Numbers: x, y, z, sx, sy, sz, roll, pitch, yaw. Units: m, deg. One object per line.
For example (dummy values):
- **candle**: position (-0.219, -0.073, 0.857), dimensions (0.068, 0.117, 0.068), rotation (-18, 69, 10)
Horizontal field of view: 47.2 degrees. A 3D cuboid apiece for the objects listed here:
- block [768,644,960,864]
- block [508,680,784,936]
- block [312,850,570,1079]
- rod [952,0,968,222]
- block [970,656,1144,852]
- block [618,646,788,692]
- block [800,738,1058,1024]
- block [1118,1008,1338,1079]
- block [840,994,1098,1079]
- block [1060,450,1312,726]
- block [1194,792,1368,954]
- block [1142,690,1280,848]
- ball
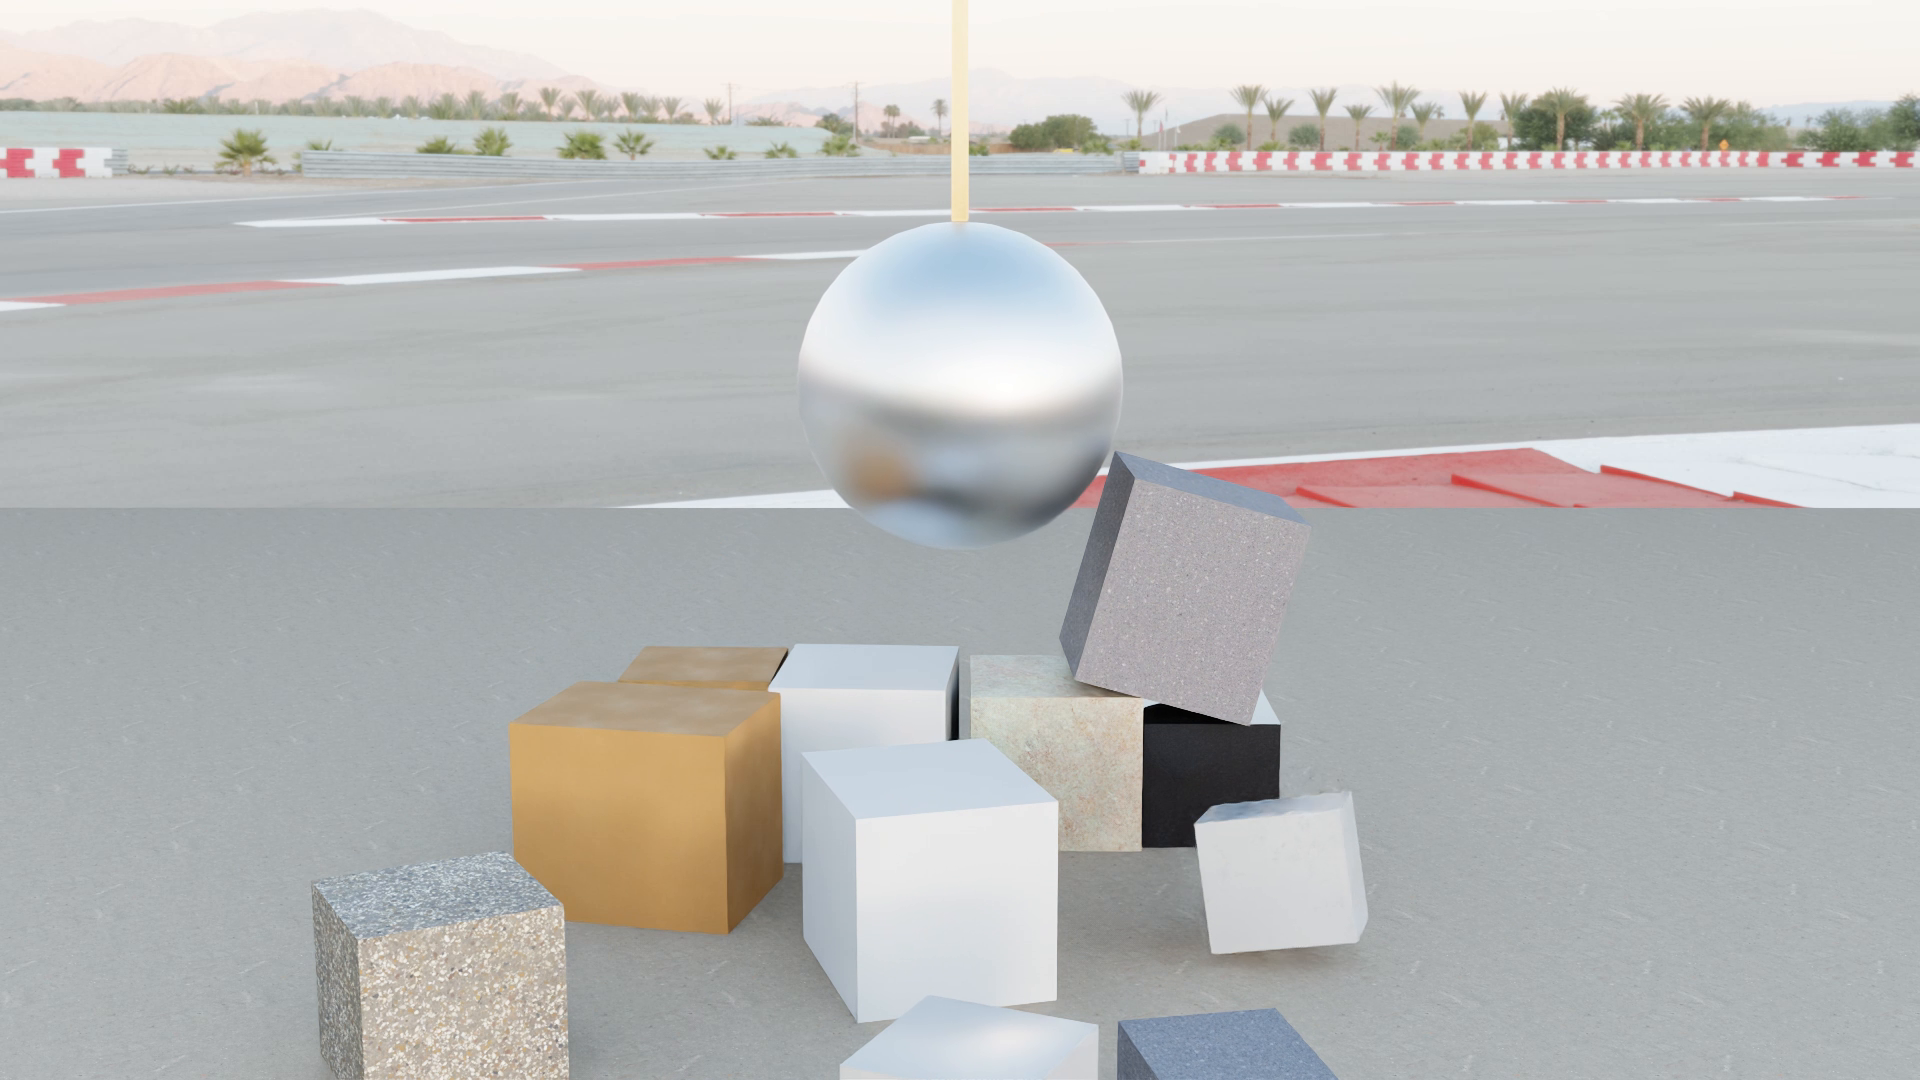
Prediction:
- **block**: position (-0.468, 1.073, 11.191), dimensions (0.862, 0.885, 0.954), rotation (1, 10, 4)
- **block**: position (-1.443, 1.226, 10.261), dimensions (1.021, 0.917, 0.815), rotation (2, 11, 13)
- **block**: position (-1.981, 1.678, 8.366), dimensions (0.760, 0.706, 0.731), rotation (-6, 12, -28)
- **rod**: position (0.000, -4.121, 10.301), dimensions (0.080, 5.200, 0.080), rotation (0, 7, 0)
- **block**: position (0.481, 1.086, 11.379), dimensions (0.854, 0.791, 0.906), rotation (0, 10, 0)
- **block**: position (-1.305, 1.056, 11.356), dimensions (0.763, 0.860, 0.748), rotation (0, 10, 2)
- **block**: position (-0.149, 1.419, 9.376), dimensions (0.847, 0.854, 1.006), rotation (-3, 11, -16)
- **block**: position (0.875, 1.953, 7.258), dimensions (0.562, 0.560, 0.640), rotation (-2, 11, -11)
- **block**: position (0.038, 1.932, 6.972), dimensions (0.606, 0.704, 0.627), rotation (5, 11, 25)
- **block**: position (1.122, 0.228, 11.195), dimensions (0.907, 1.044, 0.882), rotation (15, 10, -5)
- **block**: position (1.406, 1.444, 9.582), dimensions (0.623, 0.564, 0.526), rotation (-8, 0, 15)
- **block**: position (1.256, 1.161, 11.384), dimensions (0.679, 0.642, 0.792), rotation (0, 10, 0)
- **ball**: position (0.000, -0.750, 10.745), dimensions (1.600, 1.600, 1.600), rotation (0, 10, 0)
